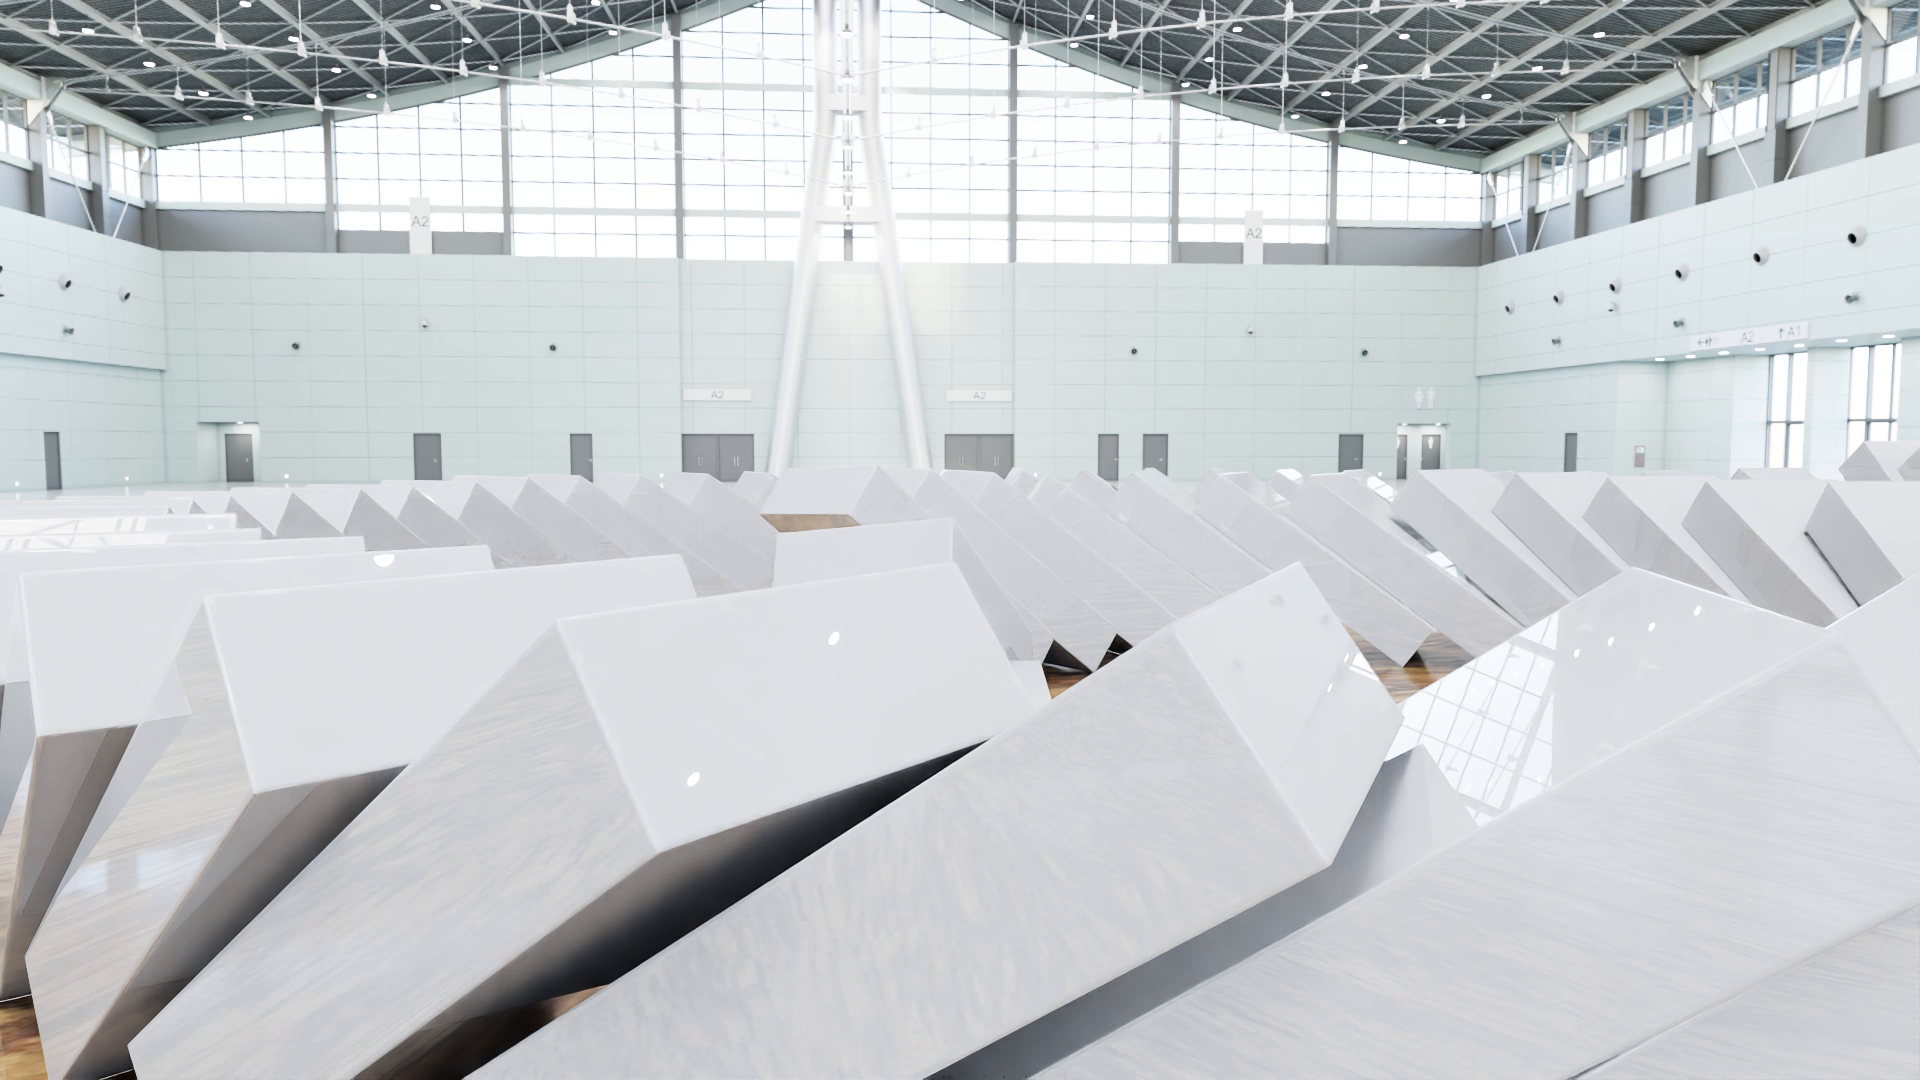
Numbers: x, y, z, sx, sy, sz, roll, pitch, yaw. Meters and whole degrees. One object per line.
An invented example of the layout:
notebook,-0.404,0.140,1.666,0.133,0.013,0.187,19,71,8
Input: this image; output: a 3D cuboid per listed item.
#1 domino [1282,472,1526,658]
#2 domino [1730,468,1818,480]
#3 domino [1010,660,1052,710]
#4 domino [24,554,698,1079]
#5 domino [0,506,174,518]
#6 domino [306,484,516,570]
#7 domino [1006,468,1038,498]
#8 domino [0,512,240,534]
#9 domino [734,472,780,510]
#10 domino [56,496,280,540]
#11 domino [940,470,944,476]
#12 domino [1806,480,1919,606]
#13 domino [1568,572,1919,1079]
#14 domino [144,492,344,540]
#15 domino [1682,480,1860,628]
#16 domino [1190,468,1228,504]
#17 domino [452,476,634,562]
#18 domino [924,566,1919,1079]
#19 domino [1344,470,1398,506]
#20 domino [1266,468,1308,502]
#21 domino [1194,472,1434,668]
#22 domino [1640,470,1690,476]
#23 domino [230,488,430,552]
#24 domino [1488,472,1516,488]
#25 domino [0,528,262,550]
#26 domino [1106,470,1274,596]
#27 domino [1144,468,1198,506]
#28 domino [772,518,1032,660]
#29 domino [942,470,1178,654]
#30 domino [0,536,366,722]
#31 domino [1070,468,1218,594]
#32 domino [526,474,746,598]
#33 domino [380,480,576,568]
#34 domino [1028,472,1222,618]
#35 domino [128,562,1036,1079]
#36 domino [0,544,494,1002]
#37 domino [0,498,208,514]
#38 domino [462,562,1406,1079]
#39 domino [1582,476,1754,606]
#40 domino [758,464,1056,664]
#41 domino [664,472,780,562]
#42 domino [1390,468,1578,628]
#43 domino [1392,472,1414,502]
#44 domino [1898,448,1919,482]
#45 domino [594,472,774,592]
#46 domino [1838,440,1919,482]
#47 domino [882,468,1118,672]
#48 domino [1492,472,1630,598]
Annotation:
domino,0.091,0.005,0.256,0.050,0.009,0.025,41,23,23
domino,0.205,0.002,0.298,0.025,0.009,0.050,-2,40,-26
domino,-0.001,0.025,0.171,0.025,0.009,0.050,0,4,1
domino,-0.038,0.019,0.079,0.025,0.009,0.050,-5,-27,-47
domino,-0.098,0.013,0.151,0.025,0.010,0.050,-1,-30,-9
domino,-0.098,0.007,0.243,0.025,0.010,0.050,2,-29,23
domino,0.034,-0.002,0.360,0.050,0.009,0.025,34,1,-6
domino,-0.087,0.015,0.134,0.025,0.009,0.050,-2,-30,-23
domino,-0.034,0.000,0.332,0.050,0.010,0.025,34,-11,-23
domino,-0.105,0.011,0.188,0.025,0.009,0.050,0,-29,7
domino,0.016,-0.002,0.355,0.050,0.009,0.025,33,-3,-12
domino,0.147,0.010,0.184,0.025,0.010,0.050,0,40,4
domino,0.034,0.020,0.062,0.050,0.010,0.025,-34,0,7
domino,-0.104,0.009,0.206,0.025,0.010,0.050,1,-29,12
domino,0.141,0.009,0.202,0.025,0.010,0.050,-1,39,-9
domino,0.090,-0.002,0.360,0.050,0.010,0.025,36,13,13
domino,-0.085,0.004,0.278,0.025,0.010,0.050,3,-29,36
domino,0.016,0.020,0.062,0.050,0.010,0.025,-34,-4,13
domino,0.126,-0.001,0.349,0.050,0.010,0.025,38,21,21
domino,0.108,-0.002,0.355,0.050,0.009,0.025,37,17,17
domino,0.073,0.005,0.262,0.050,0.009,0.025,39,18,17
domino,0.189,0.001,0.311,0.025,0.009,0.050,-4,40,-41
domino,-0.101,0.008,0.224,0.025,0.009,0.050,1,-29,16
domino,0.159,0.000,0.333,0.050,0.010,0.025,41,26,28
domino,-0.078,0.016,0.118,0.025,0.010,0.050,-2,-29,-27
domino,0.055,0.004,0.264,0.050,0.010,0.025,37,12,10
domino,0.072,-0.003,0.363,0.050,0.010,0.025,35,11,9
domino,-0.007,0.012,0.193,0.025,0.010,0.050,-5,-23,14
domino,0.018,0.005,0.248,0.050,0.010,0.025,37,-10,-20
domino,-0.065,0.017,0.104,0.025,0.009,0.050,-3,-28,-35
domino,0.053,-0.003,0.364,0.050,0.010,0.025,34,7,4
domino,-0.076,0.003,0.295,0.025,0.010,0.050,4,-28,46
domino,-0.092,0.005,0.260,0.025,0.010,0.050,2,-29,27
domino,0.035,0.005,0.262,0.050,0.009,0.025,35,5,-1
domino,-0.022,0.019,0.070,0.050,0.010,0.025,-38,-18,32
domino,-0.052,0.018,0.091,0.025,0.009,0.050,-4,-28,-41
domino,-0.102,0.012,0.169,0.025,0.010,0.050,-1,-30,-2
domino,-0.004,0.020,0.064,0.050,0.010,0.025,-36,-11,22
domino,0.134,0.008,0.219,0.025,0.010,0.050,-1,40,-18
domino,-0.008,0.006,0.221,0.025,0.010,0.050,2,-34,47
domino,-0.050,0.001,0.321,0.050,0.010,0.025,36,-15,-28
domino,0.110,0.005,0.248,0.025,0.010,0.050,-4,42,-40
domino,0.142,-0.001,0.341,0.050,0.009,0.025,38,22,23
domino,0.224,0.001,0.269,0.025,0.050,0.010,0,-38,-7
domino,-0.064,0.002,0.309,0.050,0.010,0.025,37,-19,-32
domino,0.219,0.000,0.281,0.025,0.050,0.010,-1,-38,-7
domino,0.003,0.006,0.236,0.050,0.010,0.025,40,-18,-27
domino,0.125,0.006,0.235,0.025,0.010,0.050,-1,40,-26
